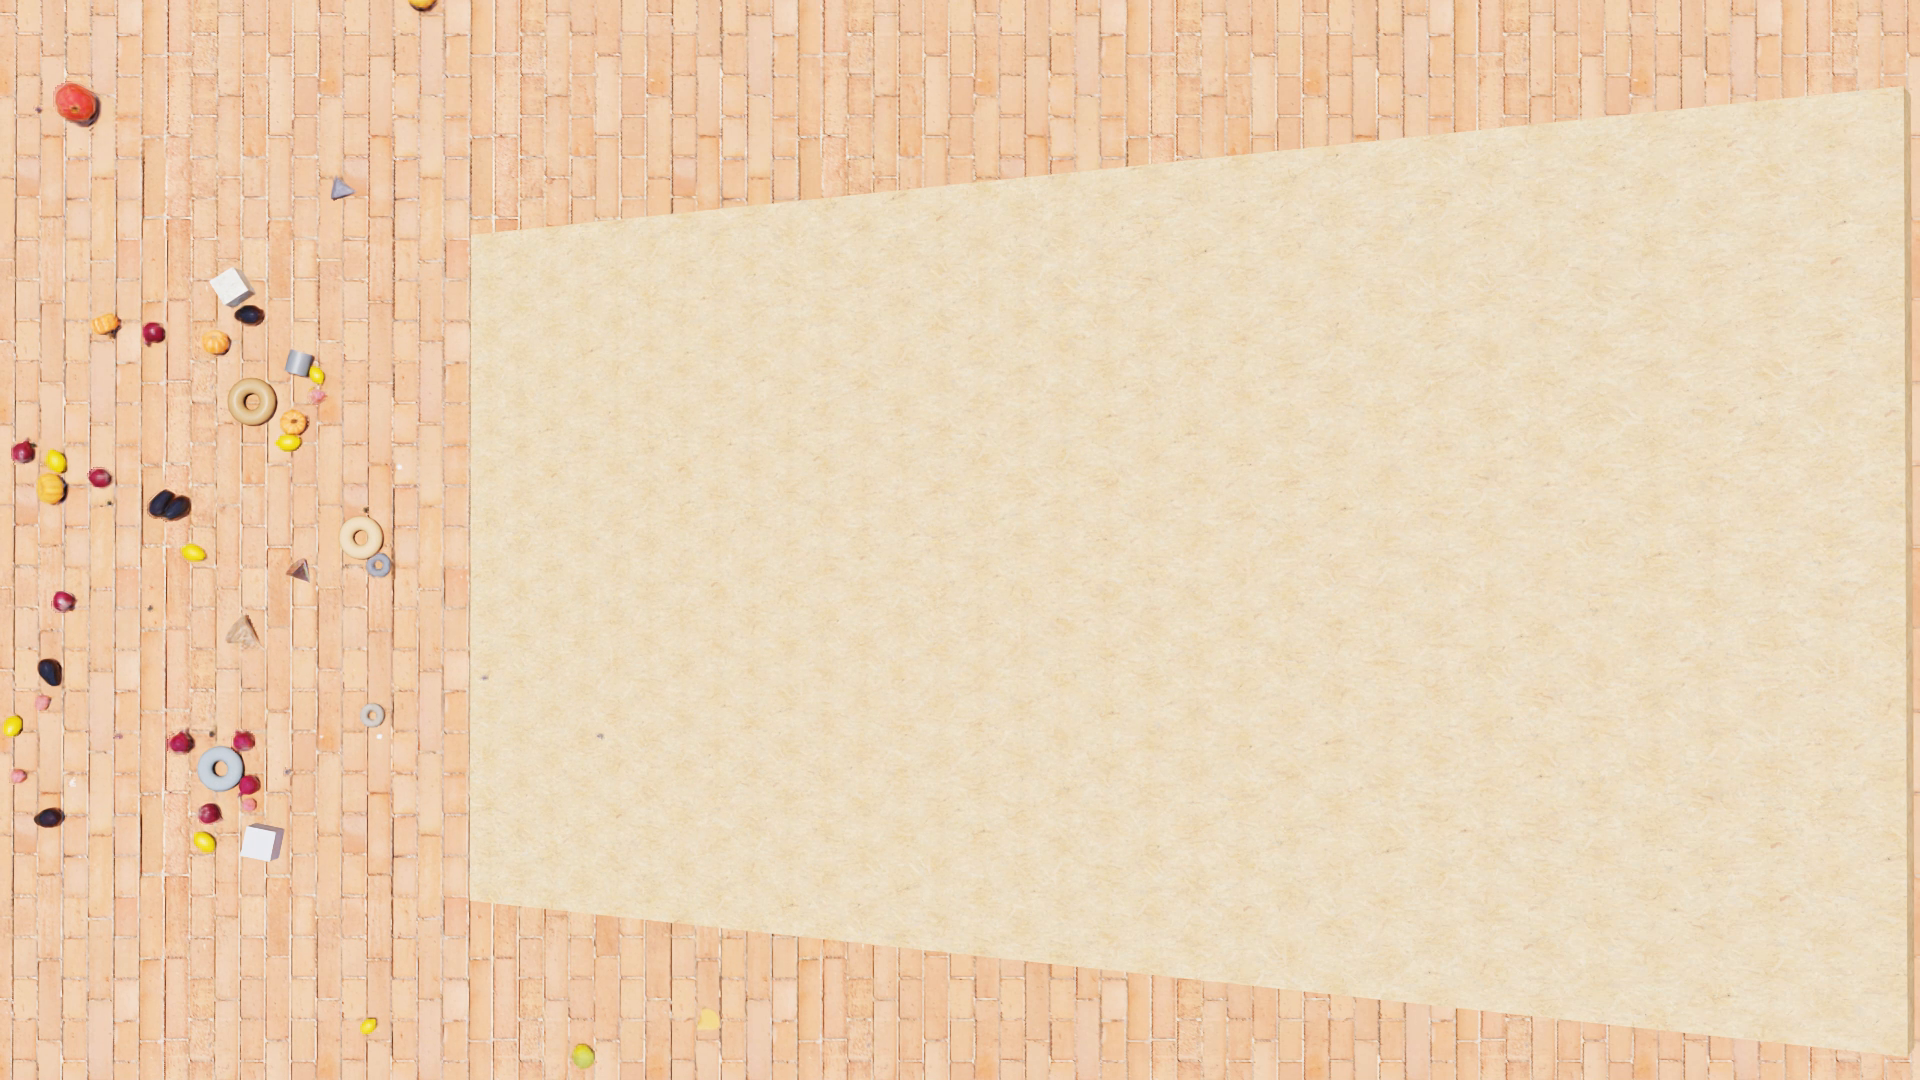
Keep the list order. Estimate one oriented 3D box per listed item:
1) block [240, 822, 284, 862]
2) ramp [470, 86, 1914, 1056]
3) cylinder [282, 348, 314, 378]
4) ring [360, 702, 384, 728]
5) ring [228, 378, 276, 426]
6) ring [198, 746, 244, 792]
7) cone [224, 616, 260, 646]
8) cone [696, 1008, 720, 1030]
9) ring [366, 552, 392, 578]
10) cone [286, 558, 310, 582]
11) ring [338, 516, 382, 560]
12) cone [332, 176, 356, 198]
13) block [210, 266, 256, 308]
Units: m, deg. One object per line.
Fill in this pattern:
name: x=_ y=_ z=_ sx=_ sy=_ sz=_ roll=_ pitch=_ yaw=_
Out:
block: x=-2.105 y=0.912 z=6.639 sx=0.090 sy=0.090 sz=0.090 roll=12 pitch=89 yaw=0
ramp: x=0.265 y=0.073 z=5.611 sx=4.000 sy=0.100 sz=2.000 roll=0 pitch=89 yaw=31
cylinder: x=-2.004 y=-0.536 z=6.664 sx=0.069 sy=0.069 sz=0.069 roll=25 pitch=72 yaw=0
ring: x=-1.784 y=0.532 z=6.675 sx=0.075 sy=0.025 sz=0.075 roll=0 pitch=88 yaw=0
ring: x=-2.149 y=-0.420 z=6.673 sx=0.146 sy=0.049 sz=0.146 roll=0 pitch=91 yaw=-1
ring: x=-2.241 y=0.694 z=6.664 sx=0.139 sy=0.046 sz=0.139 roll=0 pitch=88 yaw=0
cone: x=-2.157 y=0.296 z=6.668 sx=0.097 sy=0.097 sz=0.097 roll=40 pitch=90 yaw=-26
cone: x=-0.779 y=1.467 z=6.664 sx=0.070 sy=0.070 sz=0.070 roll=-41 pitch=90 yaw=26
ring: x=-1.766 y=0.077 z=6.679 sx=0.077 sy=0.026 sz=0.077 roll=0 pitch=91 yaw=1
cone: x=-1.995 y=0.106 z=6.676 sx=0.072 sy=0.072 sz=0.072 roll=-38 pitch=116 yaw=0
ring: x=-1.818 y=-0.007 z=6.671 sx=0.134 sy=0.045 sz=0.134 roll=0 pitch=91 yaw=0
cone: x=-1.868 y=-1.066 z=6.687 sx=0.071 sy=0.071 sz=0.071 roll=9 pitch=89 yaw=-27
block: x=-2.201 y=-0.764 z=6.658 sx=0.084 sy=0.084 sz=0.084 roll=-32 pitch=90 yaw=0
